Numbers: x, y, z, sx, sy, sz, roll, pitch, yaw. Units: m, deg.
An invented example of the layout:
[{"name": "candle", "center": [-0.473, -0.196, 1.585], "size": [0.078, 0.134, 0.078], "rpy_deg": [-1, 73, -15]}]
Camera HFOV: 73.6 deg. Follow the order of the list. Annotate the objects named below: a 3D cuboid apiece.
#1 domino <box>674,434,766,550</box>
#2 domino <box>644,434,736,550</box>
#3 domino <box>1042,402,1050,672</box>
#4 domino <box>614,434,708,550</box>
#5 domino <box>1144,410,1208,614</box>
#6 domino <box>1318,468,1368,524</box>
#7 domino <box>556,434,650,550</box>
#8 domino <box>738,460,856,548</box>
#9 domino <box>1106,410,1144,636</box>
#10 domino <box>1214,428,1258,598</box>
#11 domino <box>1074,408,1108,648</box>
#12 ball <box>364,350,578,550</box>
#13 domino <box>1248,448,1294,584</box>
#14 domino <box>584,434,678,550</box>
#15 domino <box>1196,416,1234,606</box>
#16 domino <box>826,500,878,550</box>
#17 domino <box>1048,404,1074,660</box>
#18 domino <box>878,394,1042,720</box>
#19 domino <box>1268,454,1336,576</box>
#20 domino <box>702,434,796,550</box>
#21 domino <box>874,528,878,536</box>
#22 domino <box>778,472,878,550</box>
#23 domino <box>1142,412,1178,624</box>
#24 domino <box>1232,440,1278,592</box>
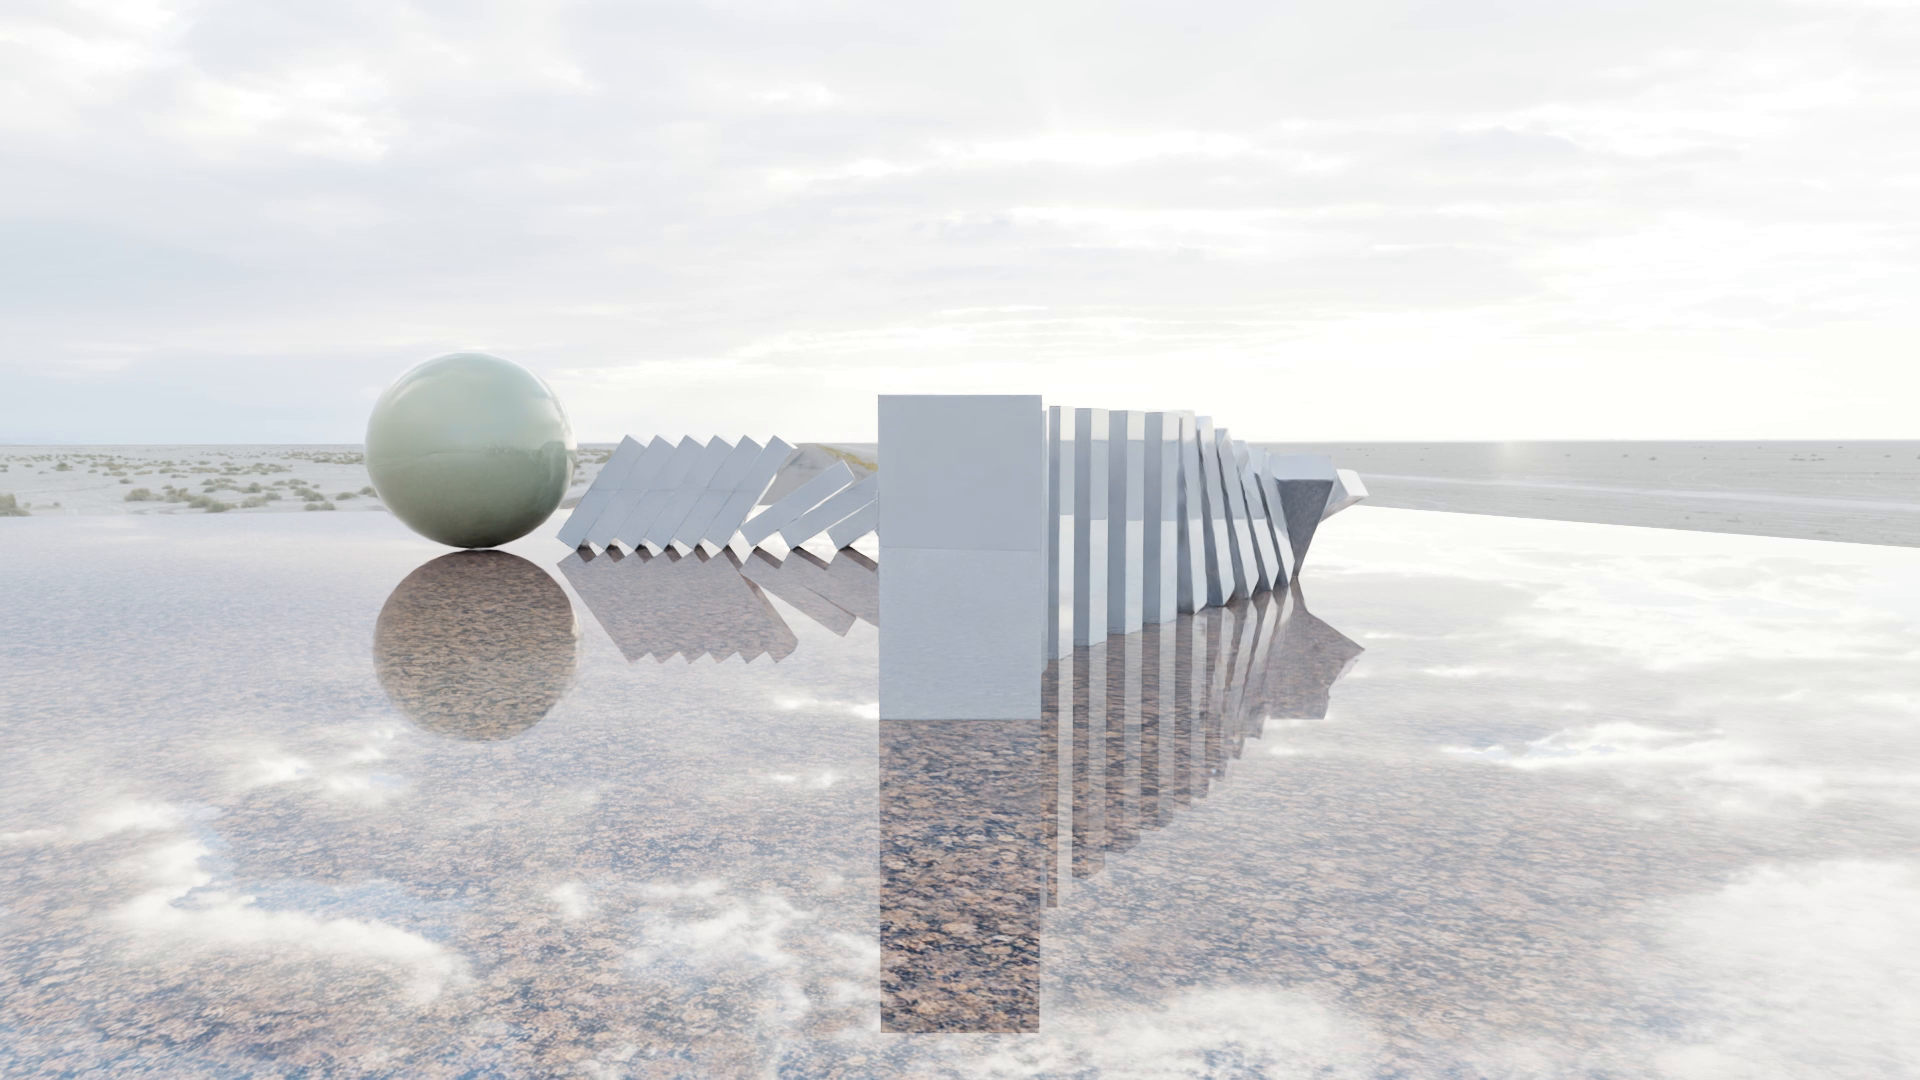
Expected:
[{"name": "domino", "center": [-0.097, -0.020, 0.525], "size": [0.010, 0.050, 0.025], "rpy_deg": [35, 1, -6]}, {"name": "domino", "center": [-0.109, -0.020, 0.524], "size": [0.009, 0.050, 0.025], "rpy_deg": [35, 2, -6]}, {"name": "domino", "center": [0.003, 0.000, 0.240], "size": [0.025, 0.050, 0.009], "rpy_deg": [1, 4, 14]}, {"name": "domino", "center": [-0.120, -0.020, 0.524], "size": [0.009, 0.050, 0.025], "rpy_deg": [35, 1, -6]}, {"name": "domino", "center": [0.047, -0.007, 0.324], "size": [0.025, 0.050, 0.009], "rpy_deg": [3, 17, 30]}, {"name": "domino", "center": [0.107, -0.006, 0.423], "size": [0.050, 0.009, 0.025], "rpy_deg": [-33, -15, 28]}, {"name": "domino", "center": [-0.144, -0.020, 0.522], "size": [0.010, 0.050, 0.025], "rpy_deg": [35, 1, -6]}, {"name": "domino", "center": [-0.066, -0.015, 0.527], "size": [0.050, 0.009, 0.025], "rpy_deg": [-33, 4, -2]}, {"name": "domino", "center": [0.029, -0.005, 0.294], "size": [0.025, 0.050, 0.009], "rpy_deg": [3, 5, 31]}, {"name": "domino", "center": [0.064, -0.007, 0.349], "size": [0.025, 0.050, 0.009], "rpy_deg": [3, 39, 30]}, {"name": "domino", "center": [0.018, -0.003, 0.277], "size": [0.025, 0.050, 0.010], "rpy_deg": [2, 5, 29]}, {"name": "ball", "center": [-0.196, -0.036, 0.517], "size": [0.080, 0.080, 0.080], "rpy_deg": [0, 4, 0]}, {"name": "domino", "center": [0.081, -0.006, 0.379], "size": [0.025, 0.009, 0.050], "rpy_deg": [2, -39, 28]}, {"name": "domino", "center": [-0.132, -0.020, 0.523], "size": [0.010, 0.050, 0.025], "rpy_deg": [35, 1, -6]}, {"name": "domino", "center": [0.056, -0.007, 0.336], "size": [0.025, 0.050, 0.009], "rpy_deg": [3, 29, 30]}, {"name": "domino", "center": [-0.029, -0.013, 0.520], "size": [0.050, 0.009, 0.025], "rpy_deg": [-31, 1, 7]}, {"name": "domino", "center": [0.010, -0.002, 0.259], "size": [0.025, 0.050, 0.009], "rpy_deg": [2, 5, 22]}, {"name": "domino", "center": [0.000, 0.002, 0.201], "size": [0.025, 0.050, 0.009], "rpy_deg": [0, 4, 0]}, {"name": "domino", "center": [0.096, -0.007, 0.394], "size": [0.025, 0.009, 0.050], "rpy_deg": [1, -36, 0]}, {"name": "domino", "center": [-0.086, -0.020, 0.525], "size": [0.009, 0.050, 0.025], "rpy_deg": [35, 1, -6]}, {"name": "domino", "center": [-0.009, -0.013, 0.517], "size": [0.050, 0.009, 0.025], "rpy_deg": [-31, -1, 8]}, {"name": "domino", "center": [-0.049, -0.013, 0.524], "size": [0.050, 0.009, 0.025], "rpy_deg": [-30, 4, 2]}, {"name": "domino", "center": [0.039, -0.006, 0.311], "size": [0.025, 0.050, 0.009], "rpy_deg": [3, 5, 32]}, {"name": "domino", "center": [0.072, -0.007, 0.364], "size": [0.025, 0.050, 0.010], "rpy_deg": [3, 47, 30]}]
